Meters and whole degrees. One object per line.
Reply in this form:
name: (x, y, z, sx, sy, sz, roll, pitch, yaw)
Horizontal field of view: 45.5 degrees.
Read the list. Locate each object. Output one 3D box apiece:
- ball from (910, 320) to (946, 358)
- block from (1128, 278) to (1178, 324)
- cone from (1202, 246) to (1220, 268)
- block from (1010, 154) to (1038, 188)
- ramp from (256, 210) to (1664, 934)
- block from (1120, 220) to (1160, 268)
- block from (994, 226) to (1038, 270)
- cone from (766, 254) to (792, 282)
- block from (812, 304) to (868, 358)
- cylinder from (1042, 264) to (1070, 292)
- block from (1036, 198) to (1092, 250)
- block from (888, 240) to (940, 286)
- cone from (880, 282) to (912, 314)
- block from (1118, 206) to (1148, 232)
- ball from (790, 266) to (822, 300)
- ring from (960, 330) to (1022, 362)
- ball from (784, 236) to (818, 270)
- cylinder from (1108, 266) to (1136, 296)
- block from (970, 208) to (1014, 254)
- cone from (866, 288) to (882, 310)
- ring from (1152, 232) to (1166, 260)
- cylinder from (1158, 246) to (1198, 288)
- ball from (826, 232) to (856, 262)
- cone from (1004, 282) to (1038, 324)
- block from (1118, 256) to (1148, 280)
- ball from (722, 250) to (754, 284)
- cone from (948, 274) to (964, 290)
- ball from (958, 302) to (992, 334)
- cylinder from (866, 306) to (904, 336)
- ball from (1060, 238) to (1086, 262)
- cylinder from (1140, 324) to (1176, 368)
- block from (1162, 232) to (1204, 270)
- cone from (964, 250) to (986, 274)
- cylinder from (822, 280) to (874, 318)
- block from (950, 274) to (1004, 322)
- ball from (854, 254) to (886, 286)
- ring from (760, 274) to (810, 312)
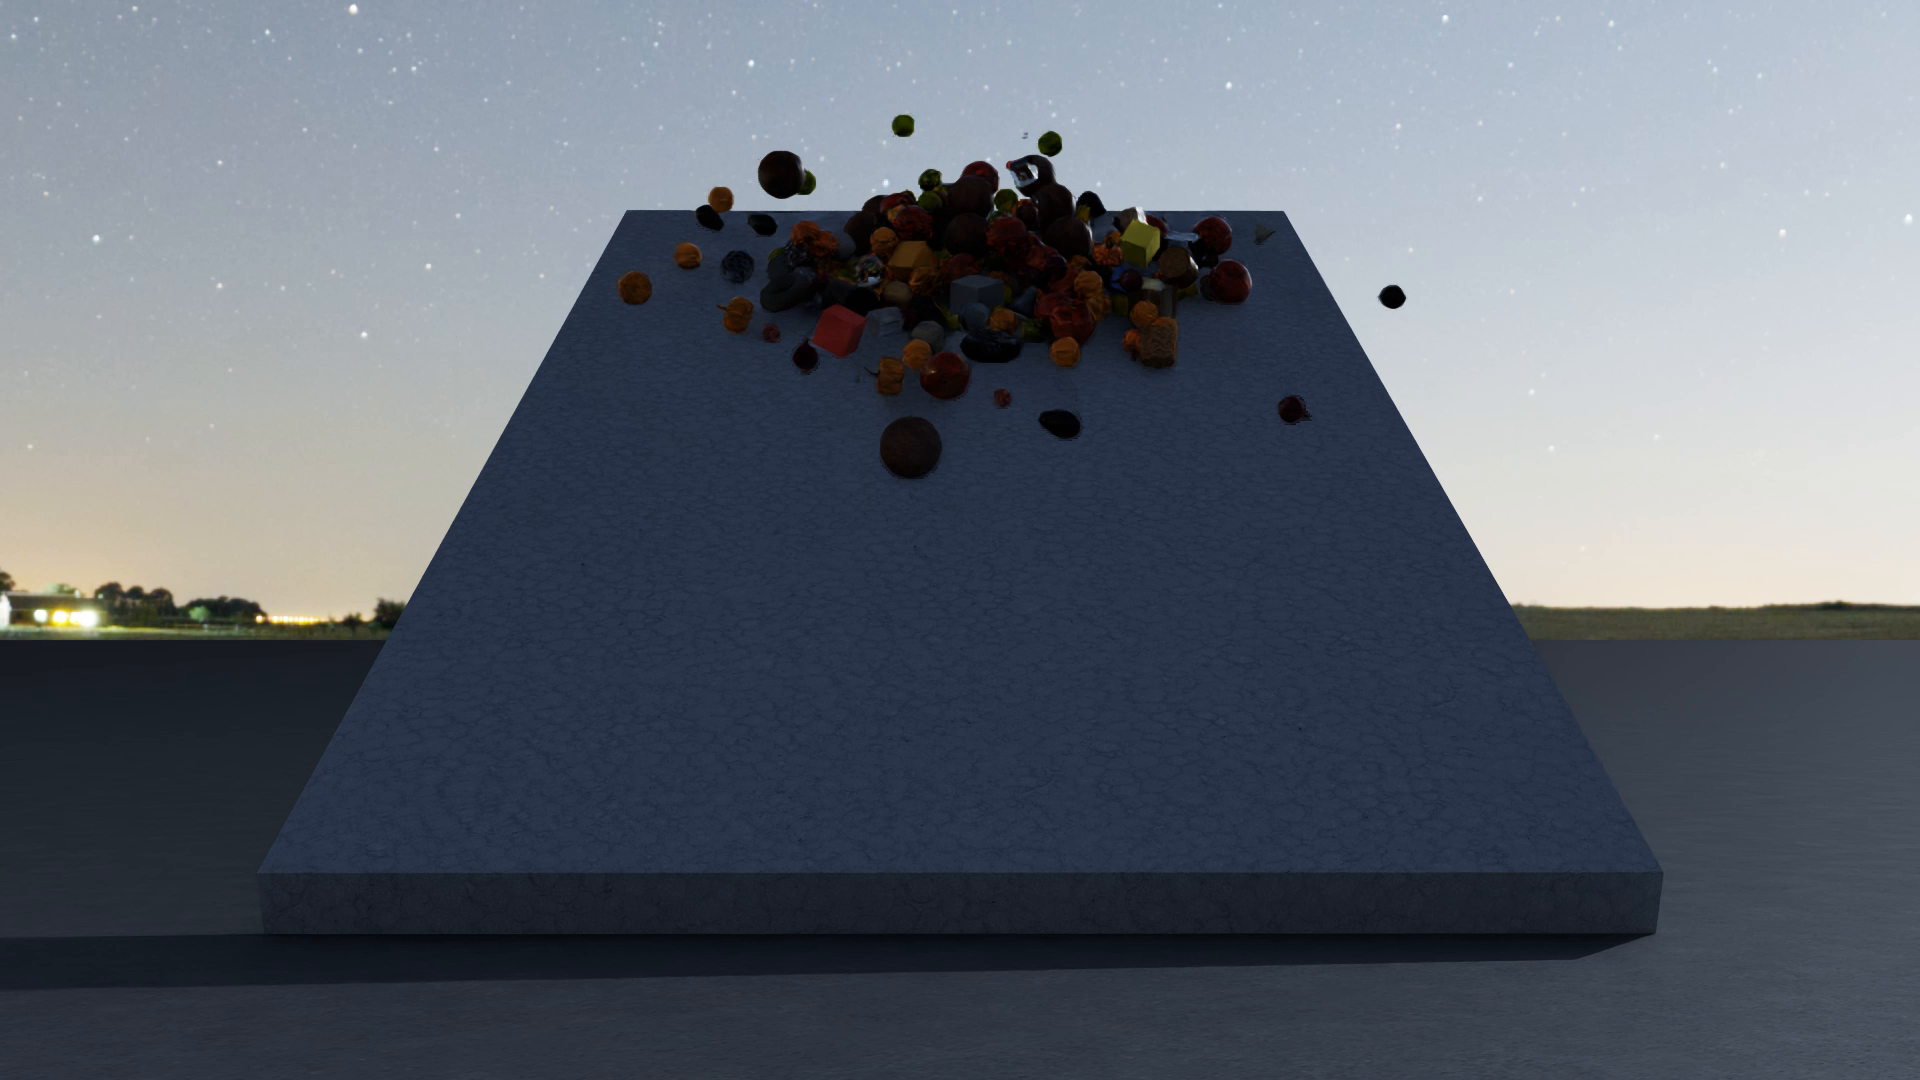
ball: (-0.077, -0.487, 5.553, 0.090, 0.090, 0.090, 0, -2, 0)
block: (0.493, -0.610, 5.862, 0.091, 0.091, 0.091, 14, 26, 31)
cone: (0.700, -0.789, 6.361, 0.053, 0.053, 0.053, 3, 26, -1)
block: (0.179, -1.030, 6.400, 0.056, 0.056, 0.056, -18, 33, 24)
ramp: (-0.006, -0.219, 5.135, 2.000, 0.100, 4.000, 0, 22, 0)
block: (0.475, -0.785, 6.064, 0.077, 0.077, 0.077, 22, -30, 19)
block: (0.156, -0.808, 6.333, 0.080, 0.080, 0.080, 37, 26, -1)
cone: (-0.471, -0.722, 6.209, 0.088, 0.088, 0.088, 0, -5, 7)
block: (-0.286, -0.498, 5.452, 0.086, 0.086, 0.086, 26, 23, 11)
cylinder: (0.253, -0.695, 6.079, 0.055, 0.055, 0.055, -31, 13, 8)
block: (0.299, -0.903, 6.540, 0.095, 0.095, 0.095, -24, -12, -47)
block: (-0.121, -0.724, 5.996, 0.083, 0.083, 0.083, 7, -29, 38)
cone: (-0.179, -0.621, 5.840, 0.091, 0.091, 0.091, -1, -3, 20)
block: (0.482, -0.892, 6.389, 0.057, 0.057, 0.057, -15, -5, 27)
ball: (-0.409, -0.676, 6.027, 0.089, 0.089, 0.089, 0, -2, 0)
ring: (0.075, -0.470, 5.565, 0.148, 0.049, 0.148, 2, 25, -1)
ball: (-0.422, -0.757, 6.064, 0.090, 0.090, 0.090, 0, -2, 0)
cylinder: (0.417, -0.666, 5.912, 0.059, 0.059, 0.059, 21, -8, 3)
block: (0.090, -0.849, 6.317, 0.075, 0.075, 0.075, 37, -25, -2)
cone: (-0.221, -0.602, 5.915, 0.080, 0.080, 0.080, -2, -11, 36)
ring: (0.529, -0.825, 6.391, 0.130, 0.043, 0.130, 14, -23, 6)
cylinder: (0.560, -0.698, 5.871, 0.084, 0.084, 0.084, -1, -15, 20)
ball: (-0.318, -0.782, 6.119, 0.080, 0.080, 0.080, 0, -2, 0)
cone: (0.172, -0.607, 5.765, 0.096, 0.096, 0.096, 25, 1, -1)
block: (0.470, -0.747, 6.253, 0.058, 0.058, 0.058, -17, 27, -36)
ball: (-0.599, -0.737, 6.180, 0.090, 0.090, 0.090, 0, -2, 0)
cone: (-0.007, -0.677, 6.118, 0.057, 0.057, 0.057, 0, -5, -4)
ball: (0.037, -0.554, 5.730, 0.084, 0.084, 0.084, 0, -2, 0)
cylinder: (-0.188, -0.547, 5.732, 0.067, 0.067, 0.067, -13, 5, -30)
ball: (0.314, -0.809, 6.391, 0.070, 0.070, 0.070, 0, -2, 0)
cylinder: (0.468, -0.459, 5.420, 0.082, 0.082, 0.082, 1, -14, 0)
block: (0.613, -0.791, 6.316, 0.093, 0.093, 0.093, 8, 23, 20)
cone: (0.027, -0.748, 6.289, 0.067, 0.067, 0.067, 23, -34, 17)
cylinder: (-0.287, -0.607, 5.843, 0.096, 0.096, 0.096, 2, 15, -42)
block: (0.044, -0.614, 5.859, 0.100, 0.100, 0.100, 20, 29, 40)
ball: (-0.233, -0.693, 5.881, 0.081, 0.081, 0.081, 0, -2, 0)
ring: (-0.449, -0.634, 5.869, 0.139, 0.046, 0.139, -18, 33, 12)
